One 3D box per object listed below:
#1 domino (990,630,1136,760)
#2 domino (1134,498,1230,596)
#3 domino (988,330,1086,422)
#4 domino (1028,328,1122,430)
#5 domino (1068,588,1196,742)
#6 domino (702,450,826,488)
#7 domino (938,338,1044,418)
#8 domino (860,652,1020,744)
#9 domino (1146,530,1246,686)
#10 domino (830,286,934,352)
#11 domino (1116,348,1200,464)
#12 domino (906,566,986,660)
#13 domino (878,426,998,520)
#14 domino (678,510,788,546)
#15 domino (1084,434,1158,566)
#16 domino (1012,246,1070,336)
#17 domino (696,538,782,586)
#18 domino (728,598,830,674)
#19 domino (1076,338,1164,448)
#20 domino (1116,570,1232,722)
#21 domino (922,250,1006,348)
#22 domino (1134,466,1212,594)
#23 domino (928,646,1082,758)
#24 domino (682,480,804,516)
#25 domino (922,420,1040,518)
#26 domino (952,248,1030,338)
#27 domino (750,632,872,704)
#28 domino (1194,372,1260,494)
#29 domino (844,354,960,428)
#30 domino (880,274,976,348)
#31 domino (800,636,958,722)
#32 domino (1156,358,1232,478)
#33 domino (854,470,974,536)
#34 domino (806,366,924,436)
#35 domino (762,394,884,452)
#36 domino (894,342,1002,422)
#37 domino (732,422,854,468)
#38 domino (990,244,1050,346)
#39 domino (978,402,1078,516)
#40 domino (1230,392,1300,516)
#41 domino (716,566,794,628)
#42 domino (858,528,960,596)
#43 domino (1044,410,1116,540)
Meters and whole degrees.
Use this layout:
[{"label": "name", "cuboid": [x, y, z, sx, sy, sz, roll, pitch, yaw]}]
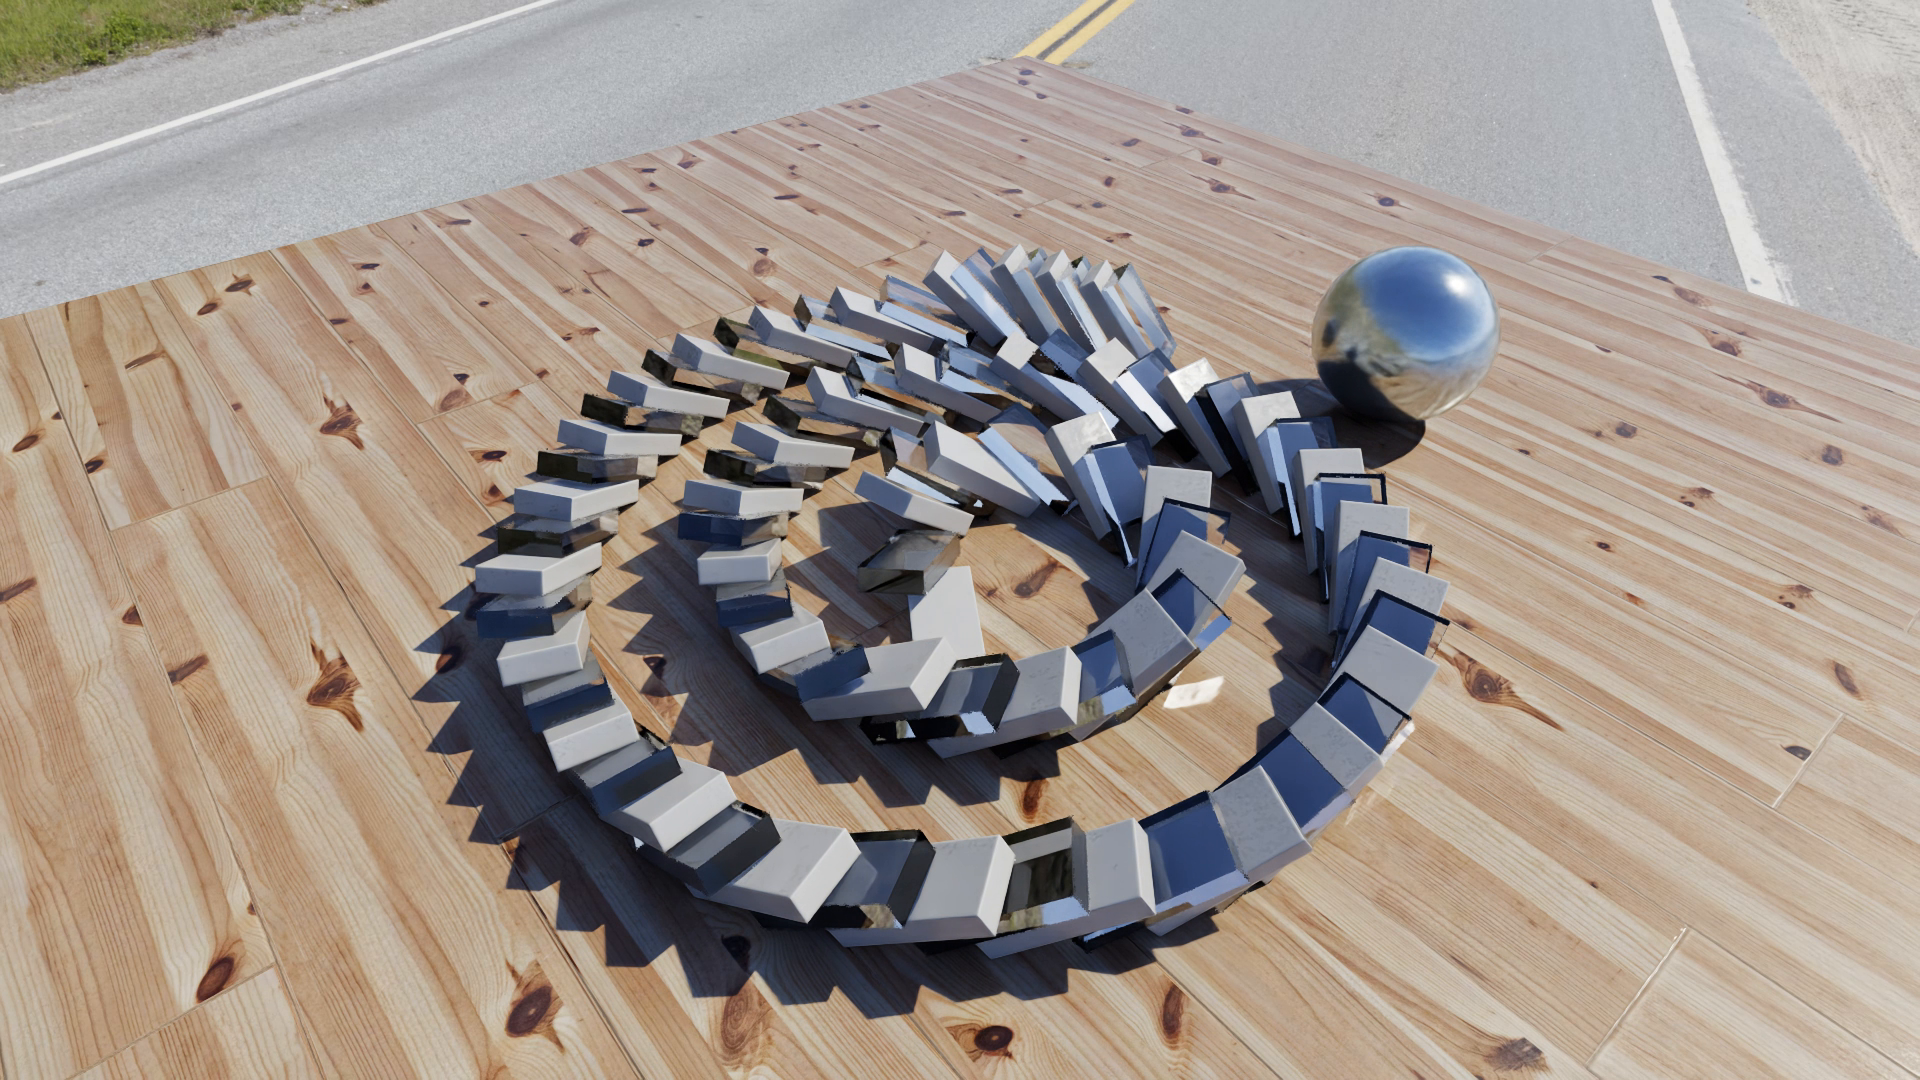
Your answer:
[{"label": "domino", "cuboid": [0.032, 0.051, 0.362, 0.050, 0.010, 0.025, -27, 36, 18]}, {"label": "domino", "cuboid": [0.082, 0.011, 0.410, 0.025, 0.009, 0.050, 15, 73, 17]}, {"label": "domino", "cuboid": [0.040, -0.076, 0.519, 0.050, 0.010, 0.025, 34, 44, -3]}, {"label": "domino", "cuboid": [0.058, -0.075, 0.515, 0.050, 0.010, 0.025, 41, 43, 0]}, {"label": "domino", "cuboid": [0.052, 0.042, 0.371, 0.050, 0.010, 0.025, -40, 46, 5]}, {"label": "domino", "cuboid": [-0.080, -0.029, 0.458, 0.025, 0.009, 0.050, 18, 10, 25]}, {"label": "domino", "cuboid": [0.014, -0.074, 0.515, 0.050, 0.009, 0.025, 23, 34, -19]}, {"label": "domino", "cuboid": [-0.007, 0.052, 0.359, 0.050, 0.010, 0.025, -13, 34, 35]}, {"label": "domino", "cuboid": [0.078, 0.024, 0.393, 0.025, 0.010, 0.050, 30, 83, 31]}, {"label": "domino", "cuboid": [-0.040, -0.112, 0.562, 0.050, 0.010, 0.025, 13, 32, -33]}, {"label": "domino", "cuboid": [0.096, -0.061, 0.499, 0.025, 0.009, 0.050, -34, 82, -35]}, {"label": "domino", "cuboid": [-0.006, 0.030, 0.407, 0.025, 0.010, 0.050, -4, 39, -5]}, {"label": "domino", "cuboid": [-0.009, -0.028, 0.457, 0.050, 0.009, 0.025, 22, 31, -28]}, {"label": "domino", "cuboid": [-0.088, -0.006, 0.430, 0.025, 0.009, 0.050, 7, 6, 10]}, {"label": "domino", "cuboid": [0.071, -0.016, 0.444, 0.025, 0.009, 0.050, -13, 73, -16]}, {"label": "domino", "cuboid": [0.047, -0.122, 0.563, 0.010, 0.050, 0.025, -19, 27, 36]}, {"label": "domino", "cuboid": [-0.082, 0.008, 0.414, 0.025, 0.009, 0.050, -3, 7, -4]}, {"label": "domino", "cuboid": [-0.064, 0.033, 0.383, 0.025, 0.010, 0.050, -20, 12, -18]}, {"label": "domino", "cuboid": [0.080, -0.068, 0.508, 0.050, 0.009, 0.025, 47, 52, 6]}, {"label": "domino", "cuboid": [0.066, 0.036, 0.379, 0.050, 0.010, 0.025, -43, 47, 2]}, {"label": "domino", "cuboid": [0.005, -0.125, 0.572, 0.050, 0.009, 0.025, 41, 37, -17]}, {"label": "domino", "cuboid": [0.083, -0.003, 0.427, 0.025, 0.009, 0.050, 6, 72, 6]}, {"label": "domino", "cuboid": [0.014, 0.053, 0.358, 0.050, 0.009, 0.025, -20, 37, 28]}, {"label": "domino", "cuboid": [-0.086, -0.018, 0.444, 0.025, 0.009, 0.050, 12, 7, 19]}, {"label": "domino", "cuboid": [0.009, -0.029, 0.459, 0.050, 0.010, 0.025, 24, 32, -25]}, {"label": "domino", "cuboid": [0.020, -0.127, 0.573, 0.050, 0.009, 0.025, 47, 40, -8]}, {"label": "domino", "cuboid": [-0.052, 0.041, 0.373, 0.025, 0.009, 0.050, -23, 13, -25]}, {"label": "domino", "cuboid": [0.125, -0.047, 0.479, 0.025, 0.009, 0.050, -19, 77, -24]}, {"label": "domino", "cuboid": [-0.027, -0.068, 0.507, 0.050, 0.010, 0.025, 16, 29, -30]}, {"label": "domino", "cuboid": [-0.017, -0.118, 0.571, 0.050, 0.010, 0.025, 20, 35, -20]}, {"label": "domino", "cuboid": [-0.028, 0.047, 0.367, 0.050, 0.010, 0.025, -12, 28, 37]}, {"label": "domino", "cuboid": [0.112, -0.055, 0.489, 0.025, 0.009, 0.050, -27, 81, -29]}, {"label": "domino", "cuboid": [-0.017, -0.014, 0.436, 0.025, 0.009, 0.050, 26, 5, 29]}, {"label": "domino", "cuboid": [-0.043, -0.062, 0.501, 0.050, 0.010, 0.025, 13, 30, -32]}, {"label": "domino", "cuboid": [-0.060, -0.052, 0.487, 0.050, 0.010, 0.025, 5, 25, -49]}, {"label": "domino", "cuboid": [-0.006, -0.072, 0.513, 0.050, 0.010, 0.025, 21, 33, -22]}, {"label": "domino", "cuboid": [-0.071, -0.041, 0.473, 0.025, 0.009, 0.050, 26, 14, 29]}, {"label": "domino", "cuboid": [0.036, -0.124, 0.566, 0.009, 0.050, 0.025, -19, 27, 36]}, {"label": "domino", "cuboid": [0.034, -0.035, 0.468, 0.050, 0.010, 0.025, 45, 46, 11]}, {"label": "domino", "cuboid": [0.136, -0.037, 0.468, 0.025, 0.010, 0.050, -11, 73, -18]}, {"label": "domino", "cuboid": [-0.075, 0.020, 0.400, 0.025, 0.010, 0.050, -9, 10, -11]}, {"label": "domino", "cuboid": [-0.018, 0.008, 0.418, 0.025, 0.009, 0.050, 2, 17, 15]}, {"label": "domino", "cuboid": [0.058, -0.027, 0.456, 0.025, 0.010, 0.050, -20, 76, -24]}]
